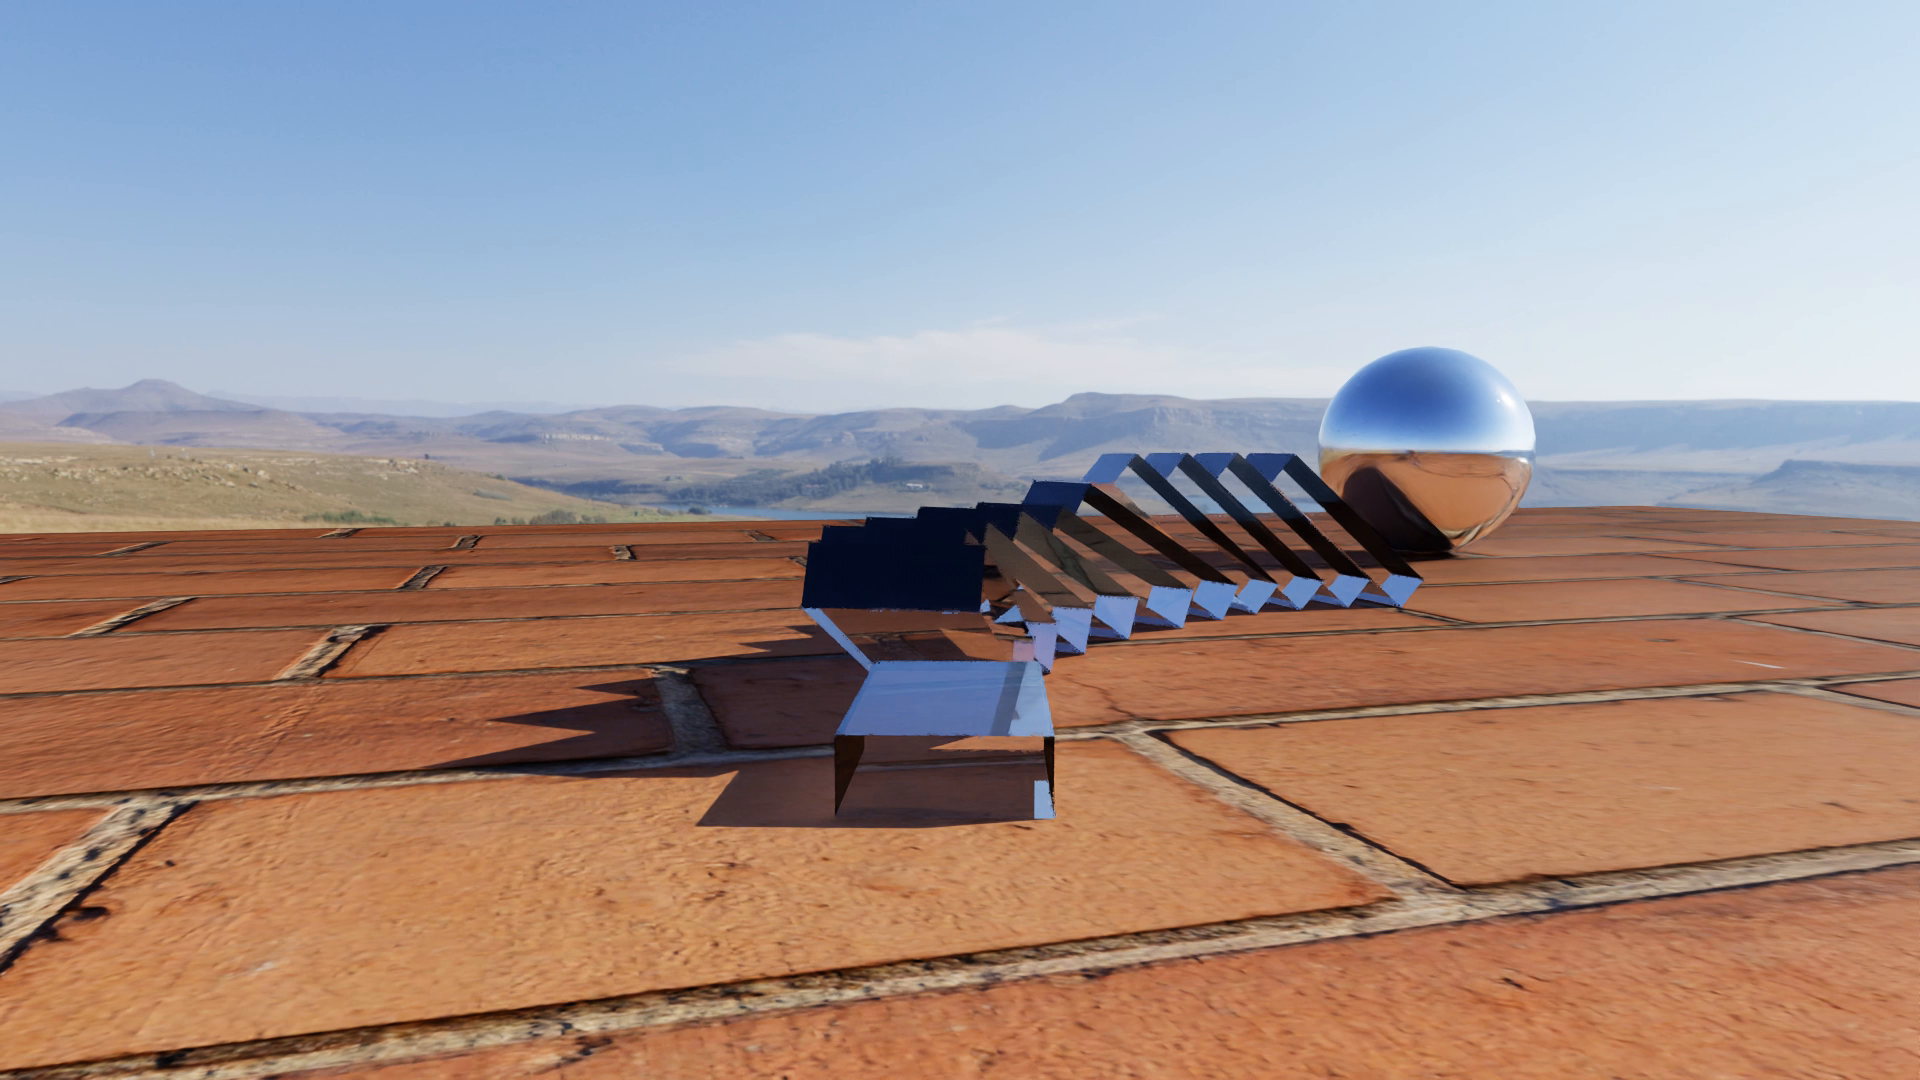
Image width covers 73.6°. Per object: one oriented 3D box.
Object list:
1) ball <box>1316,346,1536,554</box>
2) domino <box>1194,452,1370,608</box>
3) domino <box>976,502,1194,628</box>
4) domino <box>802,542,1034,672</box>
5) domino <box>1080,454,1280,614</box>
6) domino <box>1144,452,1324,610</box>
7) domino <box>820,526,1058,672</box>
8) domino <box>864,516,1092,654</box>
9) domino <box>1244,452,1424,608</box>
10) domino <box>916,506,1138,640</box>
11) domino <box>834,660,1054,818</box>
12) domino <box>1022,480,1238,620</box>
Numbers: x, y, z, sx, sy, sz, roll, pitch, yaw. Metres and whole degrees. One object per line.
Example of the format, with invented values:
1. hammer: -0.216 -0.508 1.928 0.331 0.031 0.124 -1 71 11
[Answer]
1. ball: 0.180 -0.035 0.498 0.080 0.080 0.080 0 4 0
2. domino: 0.082 -0.003 0.339 0.050 0.010 0.025 41 -6 -13
3. domino: 0.028 0.006 0.290 0.025 0.010 0.050 4 -19 47
4. domino: -0.004 0.013 0.198 0.025 0.010 0.050 1 -19 12
5. domino: 0.055 -0.002 0.327 0.050 0.010 0.025 41 -6 -12
6. domino: 0.069 -0.003 0.334 0.050 0.010 0.025 41 -6 -12
7. domino: -0.003 0.011 0.223 0.025 0.010 0.050 2 -20 23
8. domino: 0.004 0.009 0.247 0.025 0.010 0.050 2 -19 30
9. domino: 0.097 -0.003 0.341 0.050 0.009 0.025 41 -6 -13
10. domino: 0.014 0.007 0.269 0.025 0.009 0.050 3 -20 37
11. domino: -0.001 0.025 0.171 0.025 0.010 0.050 0 4 2
12. domino: 0.041 0.002 0.311 0.050 0.010 0.025 32 -11 -26
